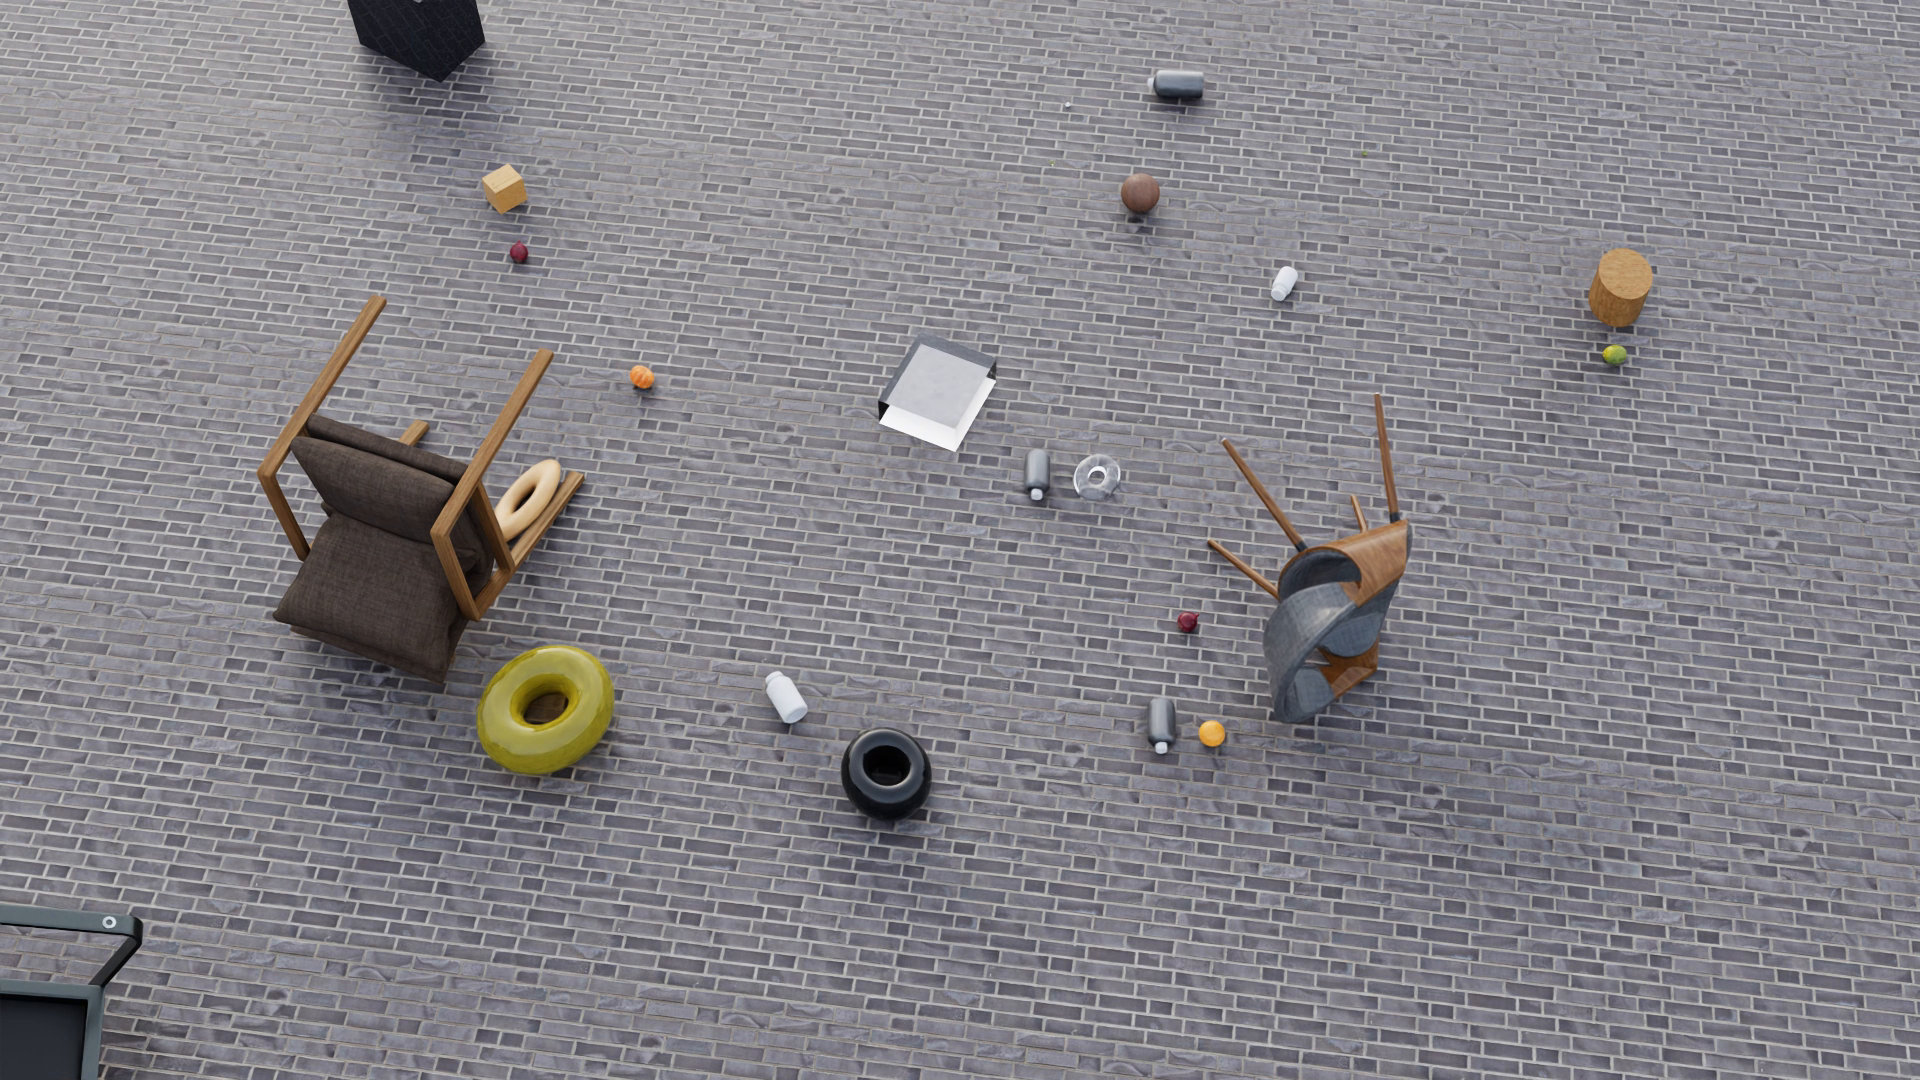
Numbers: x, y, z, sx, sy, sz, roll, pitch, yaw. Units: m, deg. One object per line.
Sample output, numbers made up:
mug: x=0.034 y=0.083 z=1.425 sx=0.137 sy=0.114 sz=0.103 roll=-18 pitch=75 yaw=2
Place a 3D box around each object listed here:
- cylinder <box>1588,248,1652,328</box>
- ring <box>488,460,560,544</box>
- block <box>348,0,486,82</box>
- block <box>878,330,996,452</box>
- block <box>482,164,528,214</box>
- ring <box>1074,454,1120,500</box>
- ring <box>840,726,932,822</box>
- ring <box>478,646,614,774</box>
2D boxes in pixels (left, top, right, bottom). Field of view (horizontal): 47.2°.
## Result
cylinder: x=2.111 y=-0.807 z=7.032 sx=0.169 sy=0.139 sz=0.213 roll=5 pitch=56 yaw=4
ring: x=-1.305 y=-0.117 z=6.593 sx=0.165 sy=0.053 sz=0.350 roll=3 pitch=47 yaw=32
block: x=-1.893 y=-1.856 z=7.599 sx=0.365 sy=0.367 sz=0.246 roll=28 pitch=60 yaw=17
block: x=-0.069 y=-0.463 z=6.815 sx=0.260 sy=0.116 sz=0.303 roll=21 pitch=59 yaw=14
block: x=-1.510 y=-1.164 z=7.293 sx=0.105 sy=0.103 sz=0.085 roll=-35 pitch=63 yaw=-21
ring: x=0.416 y=-0.190 z=6.680 sx=0.137 sy=0.037 sz=0.178 roll=17 pitch=59 yaw=10
ring: x=-0.203 y=0.644 z=6.054 sx=0.248 sy=0.150 sz=0.269 roll=-26 pitch=61 yaw=-19
ring: x=-1.158 y=0.474 z=6.152 sx=0.350 sy=0.178 sz=0.406 roll=39 pitch=65 yaw=21
